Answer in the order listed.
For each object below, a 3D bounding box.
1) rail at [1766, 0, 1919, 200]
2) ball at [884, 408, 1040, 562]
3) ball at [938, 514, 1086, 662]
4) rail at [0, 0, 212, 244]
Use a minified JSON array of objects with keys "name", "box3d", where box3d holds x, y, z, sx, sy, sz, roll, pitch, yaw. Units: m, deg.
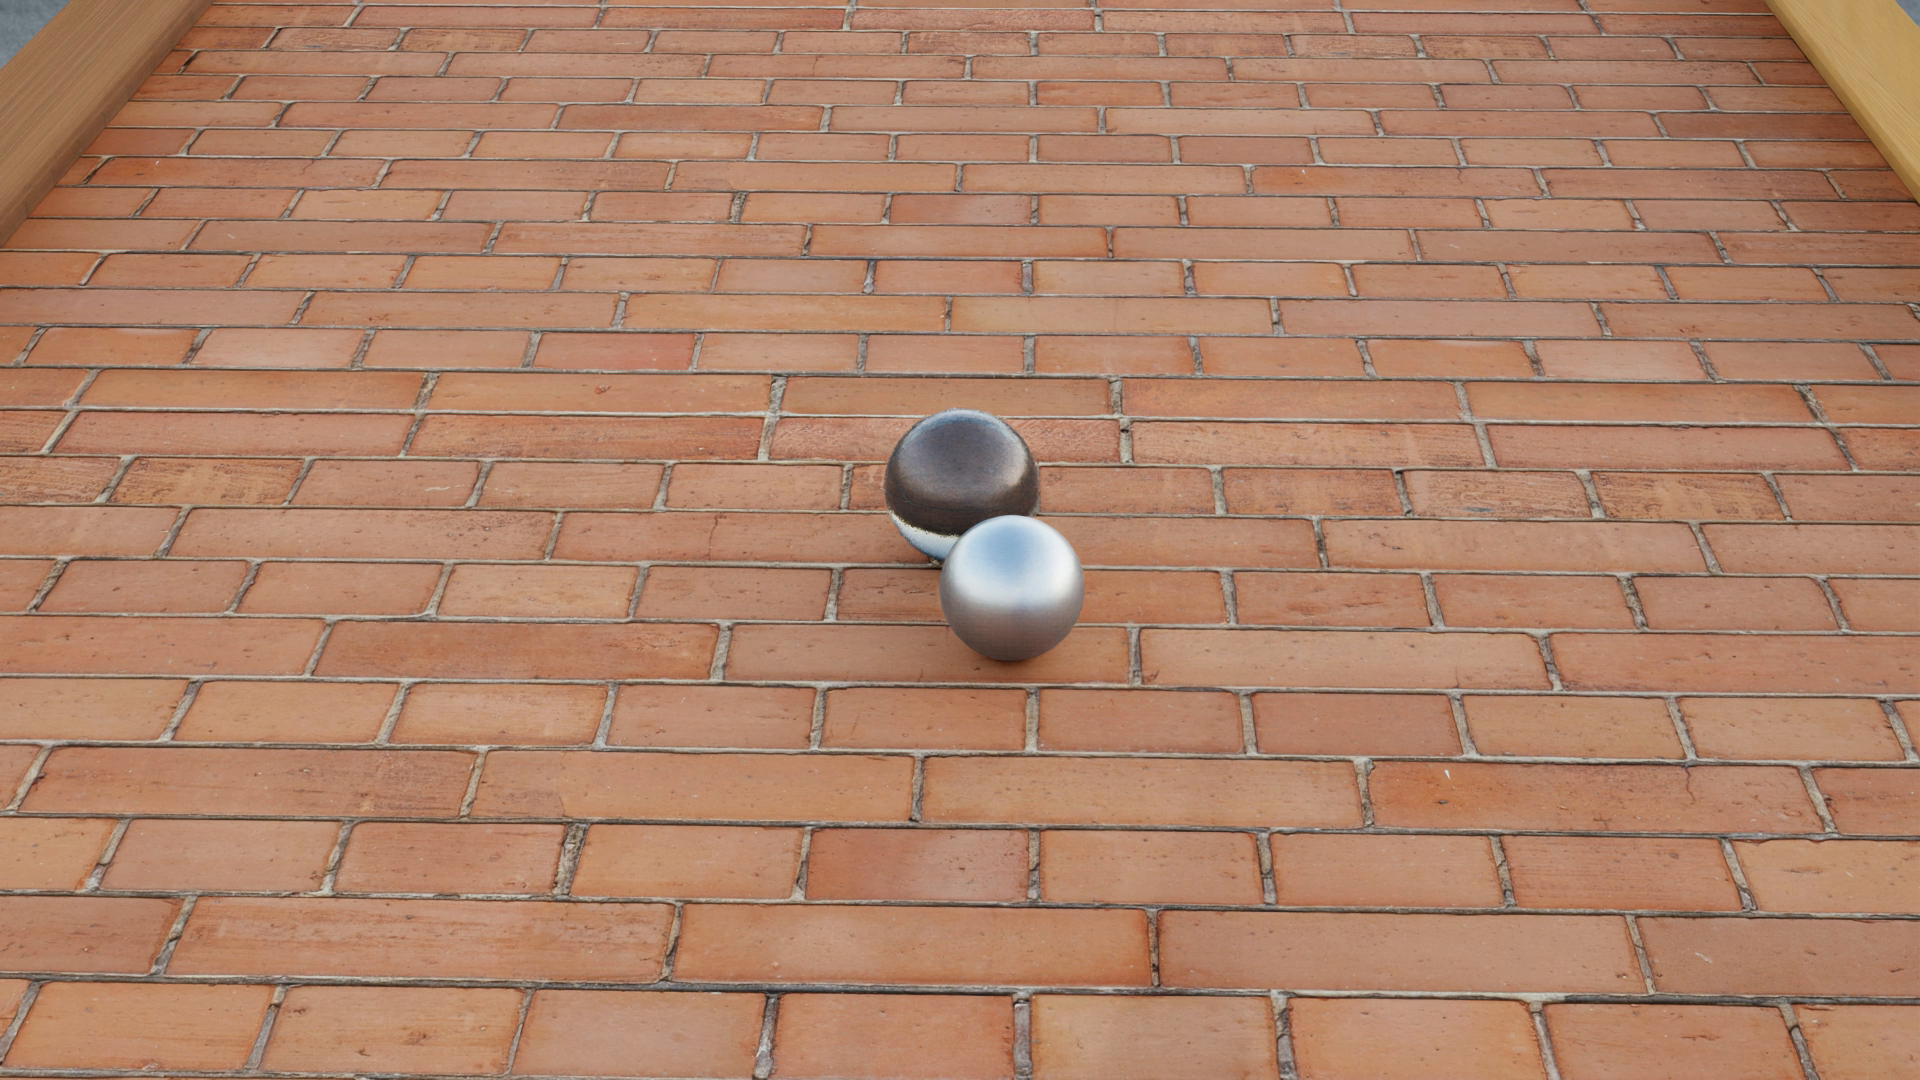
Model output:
[{"name":"rail","box3d":[0.788,-0.356,2.477,0.045,0.129,3.033,1,27,1]},{"name":"ball","box3d":[0.001,-0.034,1.877,0.099,0.099,0.099,0,27,0]},{"name":"ball","box3d":[0.031,0.029,1.765,0.088,0.088,0.088,0,27,0]},{"name":"rail","box3d":[-0.754,-0.372,2.509,0.045,0.129,3.033,1,27,1]}]
